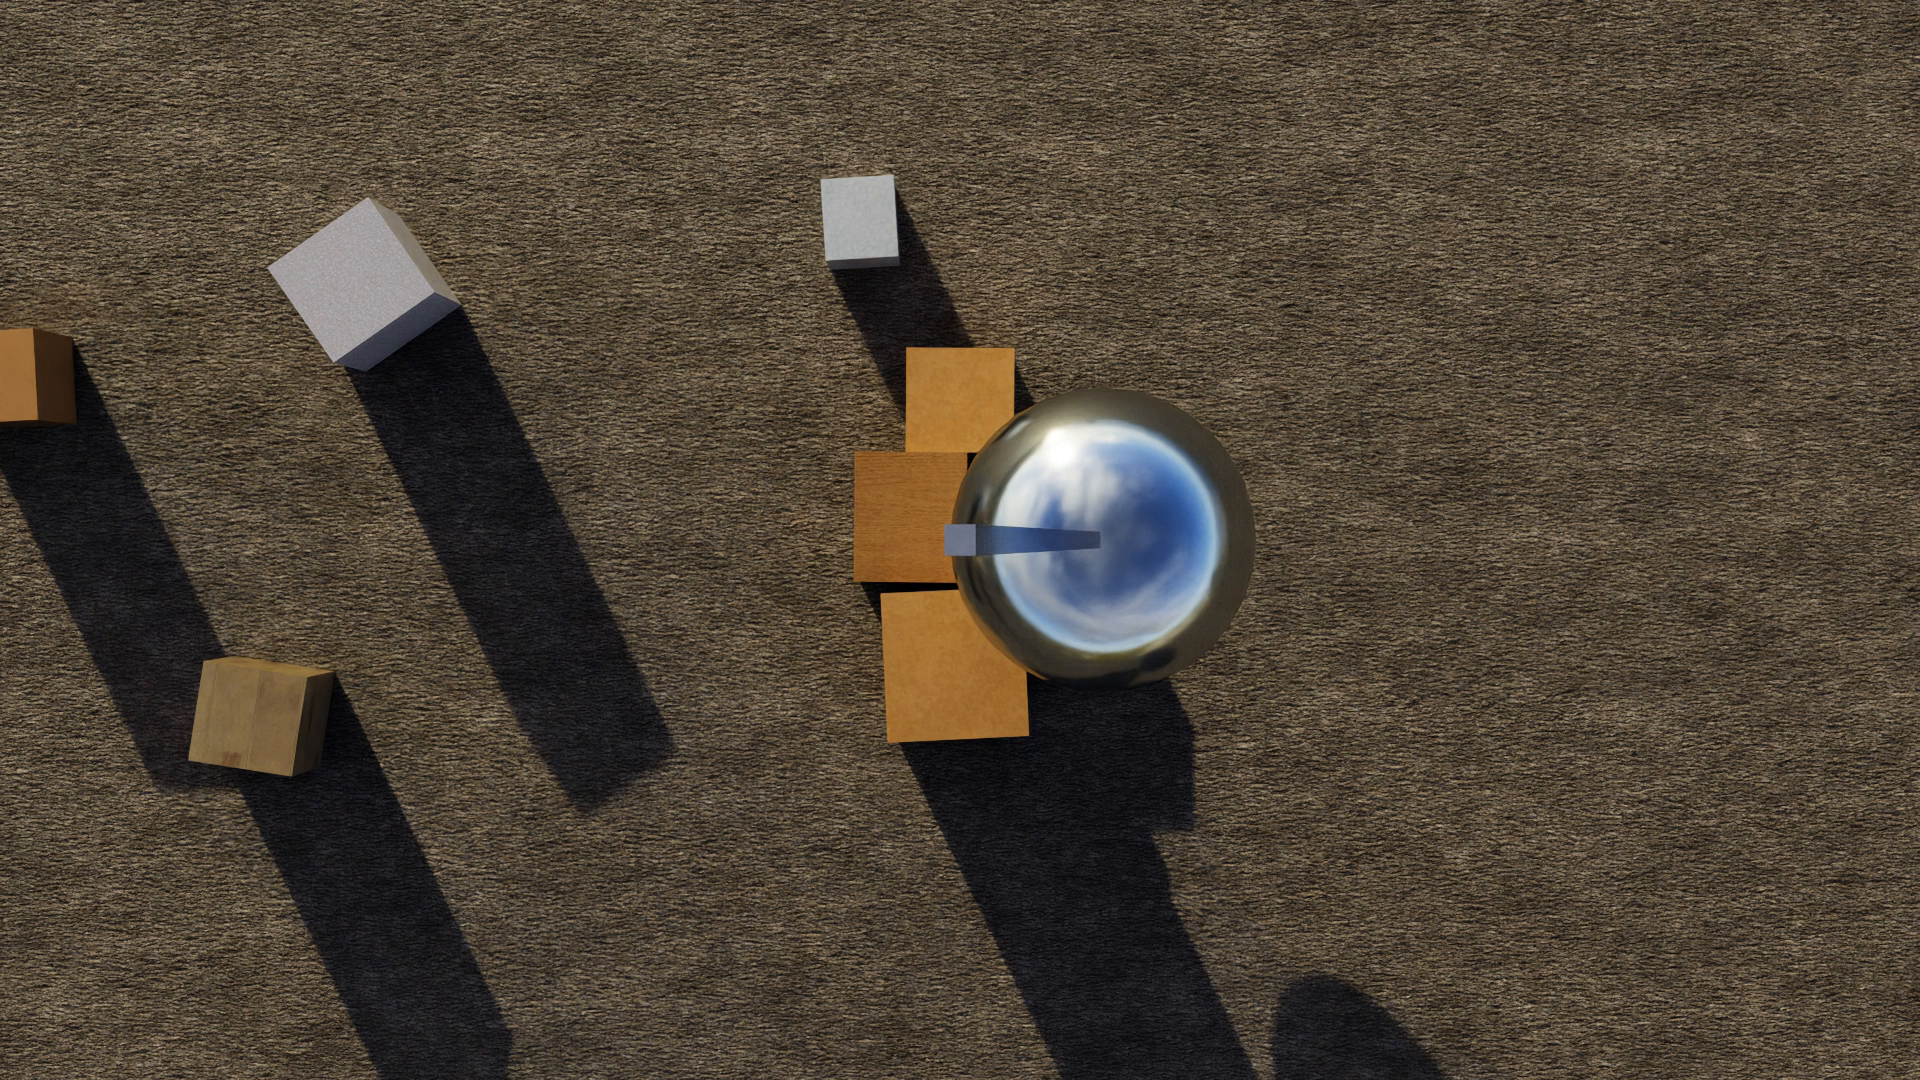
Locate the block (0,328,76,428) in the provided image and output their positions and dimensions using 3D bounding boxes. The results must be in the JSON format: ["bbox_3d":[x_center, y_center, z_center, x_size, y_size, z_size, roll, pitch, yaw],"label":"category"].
[{"bbox_3d":[-5.517,-0.925,12.727,0.563,0.546,0.519,-3,90,0],"label":"block"}]

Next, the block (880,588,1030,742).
[{"bbox_3d":[-0.028,0.692,12.585,0.785,0.831,0.823,-3,90,0],"label":"block"}]

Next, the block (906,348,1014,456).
[{"bbox_3d":[0.000,-0.791,12.718,0.612,0.564,0.593,0,90,0],"label":"block"}]

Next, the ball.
[{"bbox_3d":[0.745,0.000,11.529,1.600,1.600,1.600,0,90,0],"label":"ball"}]

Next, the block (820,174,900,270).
[{"bbox_3d":[-0.574,-1.842,12.785,0.417,0.430,0.466,-3,90,0],"label":"block"}]

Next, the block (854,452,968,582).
[{"bbox_3d":[-0.279,-0.129,12.686,0.632,0.628,0.733,1,90,0],"label":"block"}]

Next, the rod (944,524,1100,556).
[{"bbox_3d":[0.323,0.000,8.155,0.080,5.200,0.080,0,90,7],"label":"rod"}]

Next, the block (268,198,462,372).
[{"bbox_3d":[-3.415,-1.459,12.664,0.690,0.671,0.650,-35,90,0],"label":"block"}]

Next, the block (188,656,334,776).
[{"bbox_3d":[-4.033,1.012,12.724,0.594,0.551,0.570,9,90,0],"label":"block"}]
